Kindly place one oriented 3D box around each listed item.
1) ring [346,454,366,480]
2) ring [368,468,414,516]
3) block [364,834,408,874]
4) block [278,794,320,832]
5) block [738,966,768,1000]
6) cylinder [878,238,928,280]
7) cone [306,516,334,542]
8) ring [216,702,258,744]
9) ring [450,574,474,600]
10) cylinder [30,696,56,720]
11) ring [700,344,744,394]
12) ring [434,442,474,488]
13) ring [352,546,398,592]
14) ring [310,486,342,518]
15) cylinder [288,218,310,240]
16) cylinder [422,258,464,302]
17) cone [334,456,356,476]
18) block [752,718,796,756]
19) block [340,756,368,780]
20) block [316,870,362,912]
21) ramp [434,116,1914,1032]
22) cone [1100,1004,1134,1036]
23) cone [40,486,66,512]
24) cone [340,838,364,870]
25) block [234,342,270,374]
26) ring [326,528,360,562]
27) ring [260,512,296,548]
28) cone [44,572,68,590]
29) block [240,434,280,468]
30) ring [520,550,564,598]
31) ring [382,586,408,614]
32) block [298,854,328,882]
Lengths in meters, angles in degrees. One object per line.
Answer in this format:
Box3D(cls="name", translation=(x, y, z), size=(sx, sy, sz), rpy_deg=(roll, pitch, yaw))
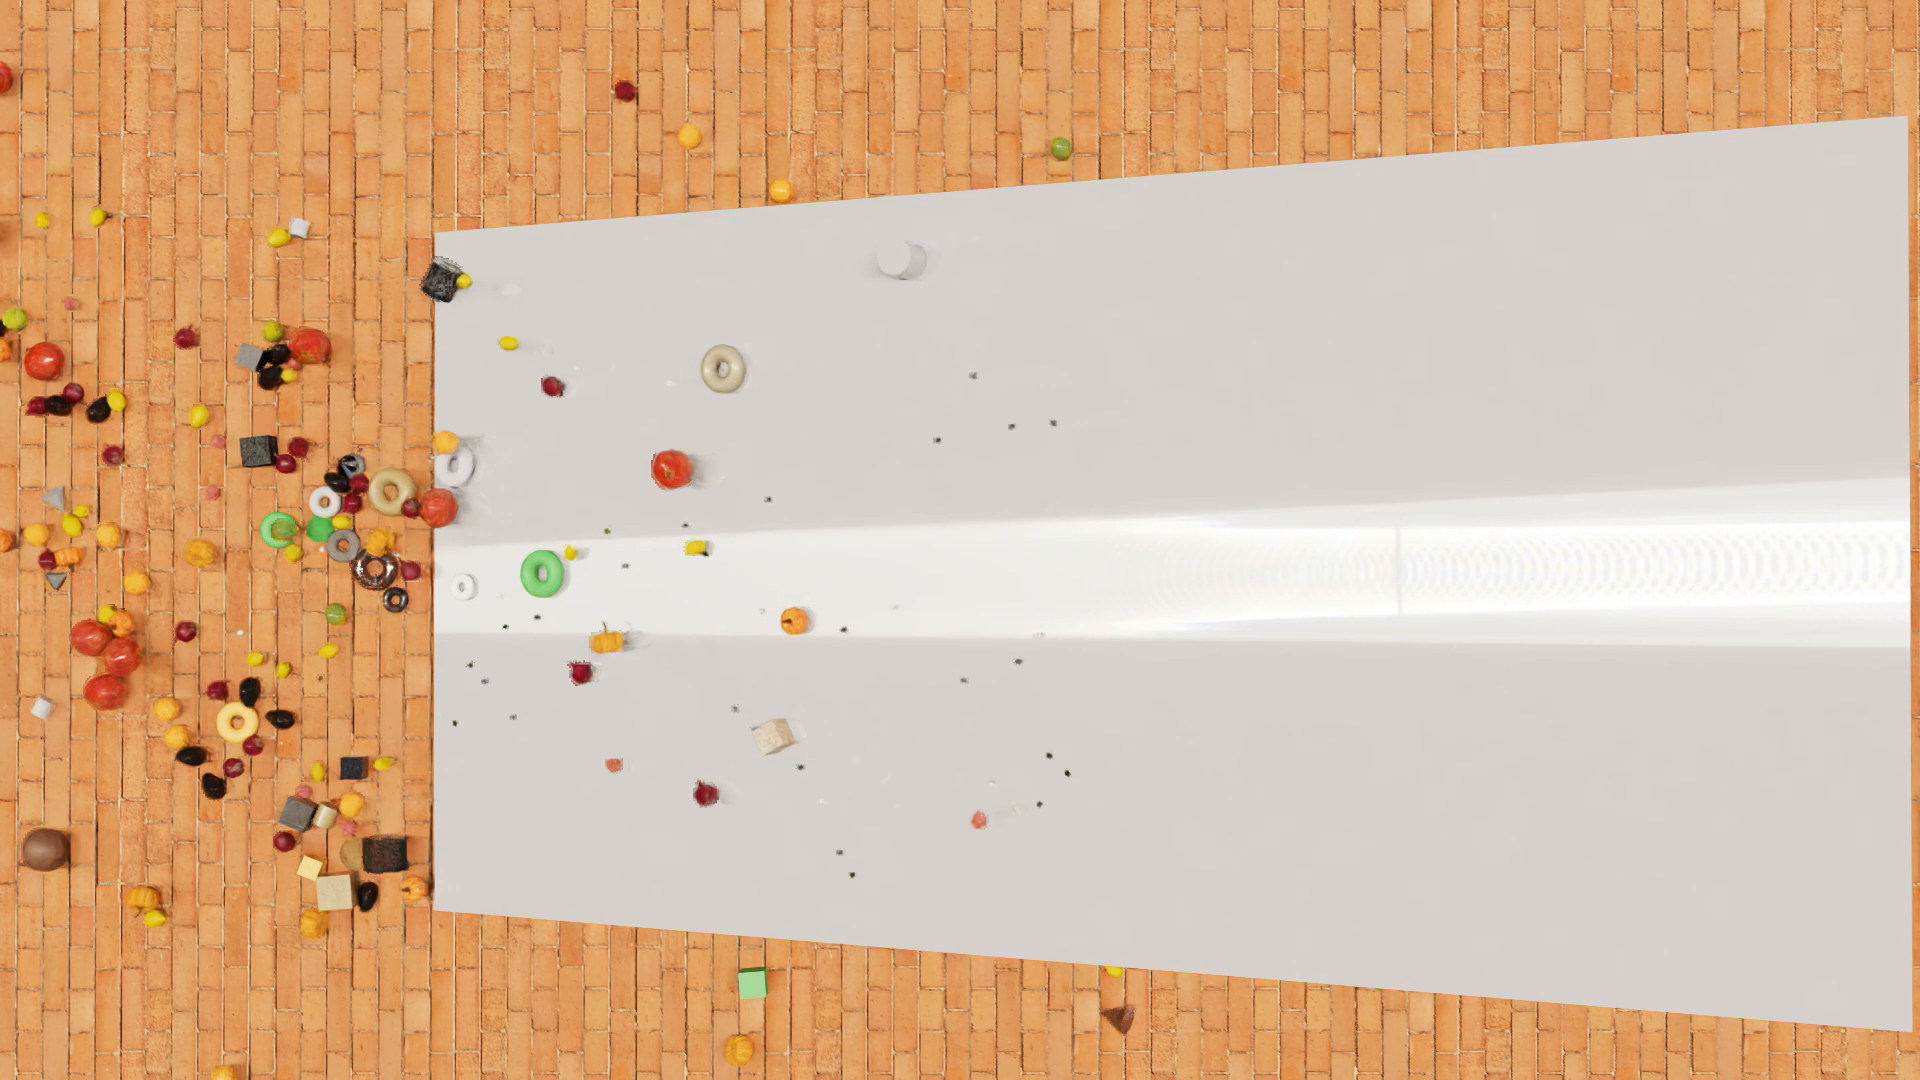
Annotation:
Box3D(cls="ring", translation=(-1.816, -0.221, 6.573), size=(0.078, 0.026, 0.078), rpy_deg=(0, 91, 0))
Box3D(cls="ring", translation=(-1.694, -0.143, 6.547), size=(0.148, 0.049, 0.148), rpy_deg=(0, 93, 11))
Box3D(cls="block", translation=(-1.699, 0.929, 6.503), size=(0.099, 0.099, 0.099), rpy_deg=(-1, 88, -34))
Box3D(cls="block", translation=(-1.962, 0.813, 6.534), size=(0.080, 0.080, 0.080), rpy_deg=(24, 89, 0))
Box3D(cls="block", translation=(-0.614, 1.315, 6.529), size=(0.077, 0.077, 0.077), rpy_deg=(-5, 89, 0))
Box3D(cls="cylinder", translation=(-0.152, -0.741, 5.793), size=(0.098, 0.098, 0.098), rpy_deg=(0, 89, 25))
Box3D(cls="cone", translation=(-1.915, -0.038, 6.537), size=(0.085, 0.085, 0.085), rpy_deg=(0, 84, 0))
Box3D(cls="ring", translation=(-2.154, 0.543, 6.556), size=(0.126, 0.042, 0.126), rpy_deg=(0, 89, -1))
Box3D(cls="ring", translation=(-1.456, 0.138, 6.432), size=(0.081, 0.027, 0.081), rpy_deg=(0, 90, 24))
Box3D(cls="cylinder", translation=(-2.730, 0.499, 6.551), size=(0.053, 0.053, 0.053), rpy_deg=(30, 89, 0))
Box3D(cls="ring", translation=(-0.654, -0.470, 6.053), size=(0.136, 0.045, 0.136), rpy_deg=(2, 94, 27))
Box3D(cls="ring", translation=(-1.480, -0.220, 6.436), size=(0.135, 0.045, 0.135), rpy_deg=(-2, 86, 25))
Box3D(cls="ring", translation=(-1.745, 0.085, 6.558), size=(0.137, 0.046, 0.137), rpy_deg=(0, 89, -5))
Box3D(cls="ring", translation=(-1.896, -0.113, 6.568), size=(0.097, 0.032, 0.097), rpy_deg=(0, 87, 0))
Box3D(cls="cylinder", translation=(-1.972, -0.931, 6.567), size=(0.050, 0.050, 0.050), rpy_deg=(16, 86, 0))
Box3D(cls="cylinder", translation=(-1.512, -0.758, 6.429), size=(0.093, 0.093, 0.093), rpy_deg=(29, 104, 0))
Box3D(cls="cone", translation=(-1.847, -0.232, 6.547), size=(0.067, 0.067, 0.067), rpy_deg=(25, 89, 32))
Box3D(cls="block", translation=(-0.503, 0.534, 5.957), size=(0.071, 0.071, 0.071), rpy_deg=(-31, 77, 22))
Box3D(cls="block", translation=(-1.801, 0.677, 6.542), size=(0.066, 0.066, 0.066), rpy_deg=(0, 89, 0))
Box3D(cls="block", translation=(-1.842, 1.039, 6.522), size=(0.099, 0.099, 0.099), rpy_deg=(-5, 89, 0))
Box3D(cls="ramp", translation=(0.282, 0.082, 5.690), size=(4.000, 0.100, 2.000), rpy_deg=(0, 89, 25))
Box3D(cls="cone", translation=(0.457, 1.416, 6.546), size=(0.094, 0.094, 0.094), rpy_deg=(11, 89, 27))
Box3D(cls="cone", translation=(-2.694, -0.111, 6.568), size=(0.074, 0.074, 0.074), rpy_deg=(-30, 120, 0))
Box3D(cls="cone", translation=(-1.805, 0.937, 6.523), size=(0.099, 0.099, 0.099), rpy_deg=(0, 89, 0))
Box3D(cls="block", translation=(-2.110, -0.543, 6.556), size=(0.067, 0.067, 0.067), rpy_deg=(22, 89, 0))
Box3D(cls="ring", translation=(-1.840, 0.016, 6.566), size=(0.104, 0.035, 0.104), rpy_deg=(0, 91, 0))
Box3D(cls="ring", translation=(-2.035, -0.030, 6.566), size=(0.109, 0.036, 0.109), rpy_deg=(0, 91, 0))
Box3D(cls="cone", translation=(-2.691, 0.111, 6.568), size=(0.059, 0.059, 0.059), rpy_deg=(-34, 89, -27))
Box3D(cls="block", translation=(-2.084, -0.263, 6.544), size=(0.085, 0.085, 0.085), rpy_deg=(-7, 89, 0))
Box3D(cls="ring", translation=(-1.198, 0.098, 6.301), size=(0.140, 0.047, 0.140), rpy_deg=(0, 90, 24))
Box3D(cls="ring", translation=(-1.686, 0.179, 6.568), size=(0.080, 0.027, 0.080), rpy_deg=(0, 89, 1))
Box3D(cls="block", translation=(-1.927, 0.973, 6.543), size=(0.058, 0.058, 0.058), rpy_deg=(22, 89, 0))
